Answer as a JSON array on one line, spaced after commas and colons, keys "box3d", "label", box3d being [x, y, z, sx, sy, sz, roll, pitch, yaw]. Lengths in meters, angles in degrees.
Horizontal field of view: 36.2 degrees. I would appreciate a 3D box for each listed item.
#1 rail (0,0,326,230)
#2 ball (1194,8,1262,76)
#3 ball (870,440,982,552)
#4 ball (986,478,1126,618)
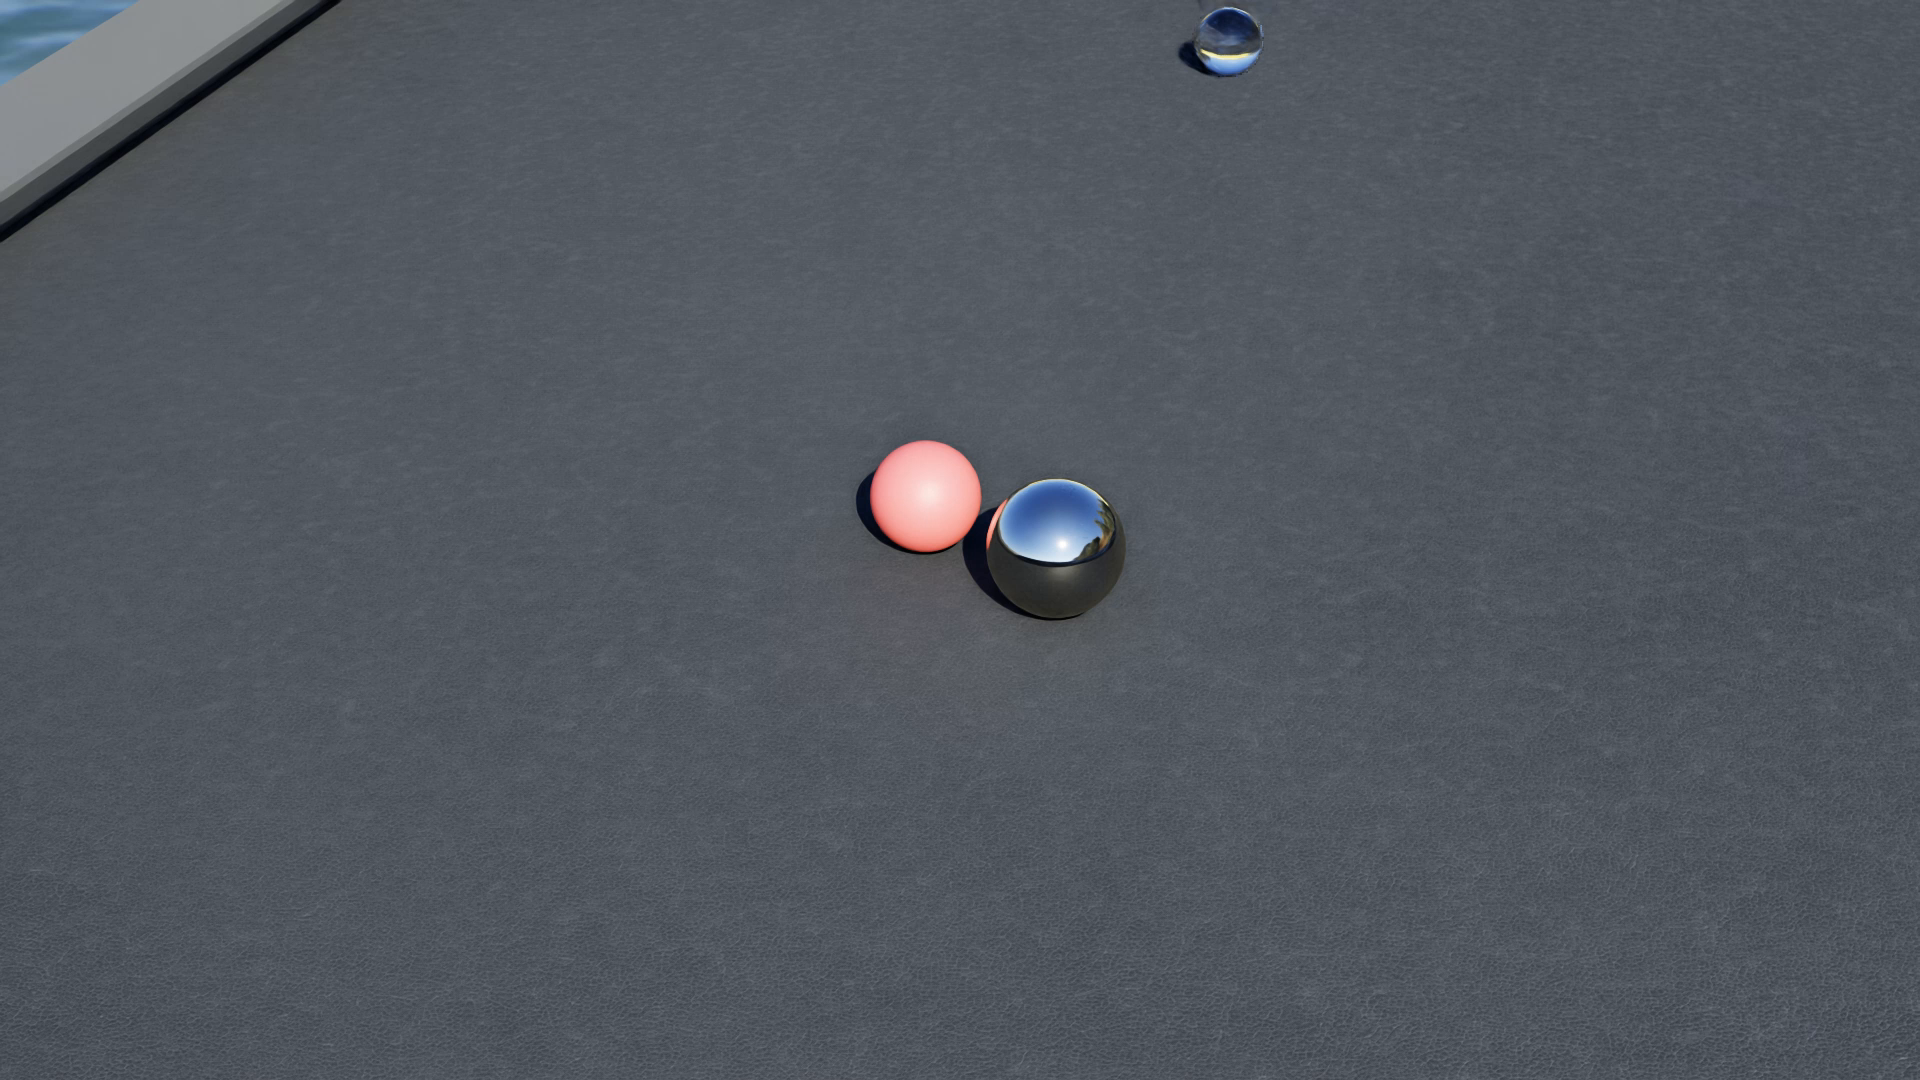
[{"box3d": [-0.685, -0.441, 2.634, 0.045, 0.111, 3.126, 6, 27, 11], "label": "rail"}, {"box3d": [0.249, -0.463, 2.734, 0.063, 0.063, 0.063, 0, 27, 0], "label": "ball"}, {"box3d": [-0.022, -0.028, 1.859, 0.071, 0.071, 0.071, 0, 27, 0], "label": "ball"}, {"box3d": [0.058, 0.005, 1.779, 0.085, 0.085, 0.085, 0, 27, 0], "label": "ball"}]
